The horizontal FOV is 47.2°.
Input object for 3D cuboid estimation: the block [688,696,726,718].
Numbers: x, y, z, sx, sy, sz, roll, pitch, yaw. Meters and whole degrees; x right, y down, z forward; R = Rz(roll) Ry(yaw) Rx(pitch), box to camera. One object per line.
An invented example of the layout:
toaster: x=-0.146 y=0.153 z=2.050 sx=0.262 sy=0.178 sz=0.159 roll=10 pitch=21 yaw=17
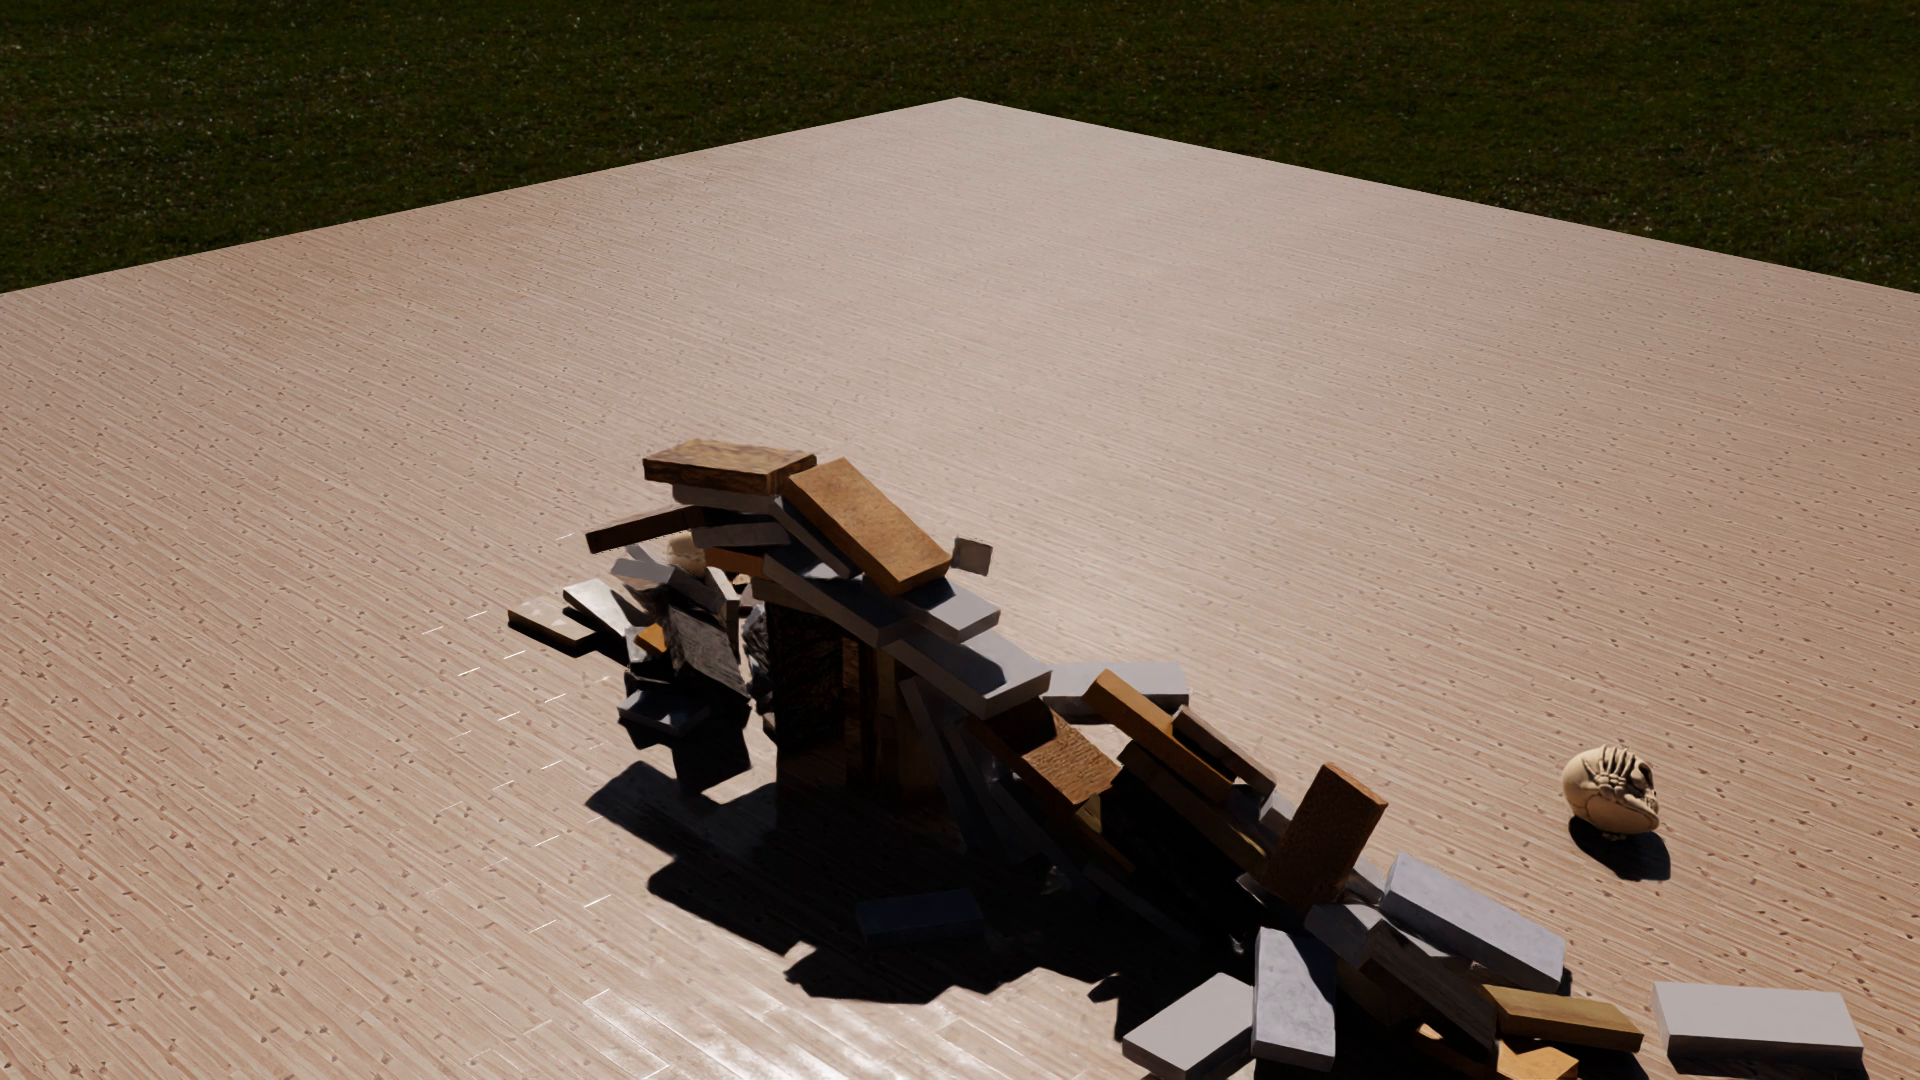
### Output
block: x=-0.571 y=0.364 z=4.847 sx=0.101 sy=0.014 sz=0.050 roll=20 pitch=30 yaw=38

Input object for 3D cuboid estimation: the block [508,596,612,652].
block: x=-0.956 y=0.199 z=5.253 sx=0.259 sy=0.031 sz=0.109 roll=20 pitch=30 yaw=38

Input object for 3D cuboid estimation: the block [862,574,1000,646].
block: x=-0.058 y=0.116 z=4.289 sx=0.250 sy=0.035 sz=0.125 roll=29 pitch=35 yaw=31

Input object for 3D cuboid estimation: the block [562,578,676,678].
block: x=-0.768 y=0.211 z=5.165 sx=0.096 sy=0.027 sz=0.482 roll=-18 pitch=34 yaw=-36

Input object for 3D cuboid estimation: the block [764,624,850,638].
block: x=-0.278 y=0.186 z=4.837 sx=0.310 sy=0.044 sz=0.155 roll=-29 pitch=56 yaw=17

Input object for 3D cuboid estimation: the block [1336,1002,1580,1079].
block: x=0.985 y=0.918 z=3.552 sx=1.038 sy=0.034 sz=0.121 roll=21 pitch=31 yaw=40

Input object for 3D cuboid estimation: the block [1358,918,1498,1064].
block: x=0.772 y=0.742 z=3.624 sx=0.246 sy=0.035 sz=0.123 roll=38 pitch=29 yaw=1

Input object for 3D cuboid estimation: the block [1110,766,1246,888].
block: x=0.411 y=0.519 z=4.045 sx=0.282 sy=0.040 sz=0.141 roll=42 pitch=14 yaw=14

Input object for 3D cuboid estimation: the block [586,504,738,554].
block: x=-0.629 y=-0.043 z=4.736 sx=0.328 sy=0.047 sz=0.164 roll=-13 pitch=7 yaw=32

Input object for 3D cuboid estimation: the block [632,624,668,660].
block: x=-0.678 y=0.226 z=4.922 sx=0.071 sy=0.020 sz=0.141 roll=34 pitch=12 yaw=3

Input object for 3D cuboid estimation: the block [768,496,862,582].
block: x=-0.262 y=-0.016 z=4.334 sx=0.220 sy=0.031 sz=0.110 roll=41 pitch=40 yaw=18

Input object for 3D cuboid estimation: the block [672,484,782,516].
block: x=-0.417 y=-0.106 z=4.564 sx=0.329 sy=0.047 sz=0.164 roll=7 pitch=21 yaw=32

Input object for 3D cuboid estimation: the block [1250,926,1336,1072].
block: x=0.563 y=0.771 z=3.705 sx=0.132 sy=0.037 sz=0.265 roll=12 pitch=35 yaw=1

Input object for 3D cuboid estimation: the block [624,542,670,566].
block: x=-0.754 y=0.067 z=5.480 sx=0.109 sy=0.031 sz=0.219 roll=36 pitch=1 yaw=-35

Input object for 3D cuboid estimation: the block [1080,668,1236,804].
block: x=0.373 y=0.360 z=4.080 sx=0.313 sy=0.044 sz=0.157 roll=37 pitch=12 yaw=6

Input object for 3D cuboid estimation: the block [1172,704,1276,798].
block: x=0.490 y=0.390 z=4.082 sx=0.220 sy=0.031 sz=0.110 roll=38 pitch=7 yaw=4

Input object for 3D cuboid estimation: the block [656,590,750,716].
block: x=-0.580 y=0.246 z=4.917 sx=0.155 sy=0.044 sz=0.525 roll=31 pitch=8 yaw=-20

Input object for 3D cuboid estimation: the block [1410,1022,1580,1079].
block: x=0.882 y=0.848 z=3.632 sx=0.121 sy=0.034 sz=0.241 roll=-21 pitch=31 yaw=-40

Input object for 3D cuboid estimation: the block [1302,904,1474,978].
block: x=0.748 y=0.698 z=3.823 sx=0.314 sy=0.044 sz=0.157 roll=12 pitch=19 yaw=-47

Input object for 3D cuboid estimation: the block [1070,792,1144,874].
block: x=0.280 y=0.536 z=4.024 sx=0.148 sy=0.021 sz=0.074 roll=41 pitch=42 yaw=7

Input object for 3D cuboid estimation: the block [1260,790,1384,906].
block: x=0.652 y=0.554 z=3.963 sx=0.250 sy=0.035 sz=0.125 roll=37 pitch=13 yaw=3

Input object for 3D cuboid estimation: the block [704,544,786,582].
block: x=-0.365 y=0.034 z=4.633 sx=0.348 sy=0.047 sz=0.166 roll=11 pitch=24 yaw=44

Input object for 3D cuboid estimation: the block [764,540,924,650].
block: x=-0.218 y=0.095 z=4.365 sx=0.331 sy=0.047 sz=0.166 roll=32 pitch=37 yaw=34

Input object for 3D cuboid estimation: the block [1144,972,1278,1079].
block: x=0.426 y=0.854 z=3.701 sx=0.132 sy=0.037 sz=0.363 roll=-5 pitch=24 yaw=-12

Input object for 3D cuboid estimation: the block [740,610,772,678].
block: x=-0.297 y=0.112 z=4.960 sx=0.449 sy=0.046 sz=0.162 roll=-45 pitch=41 yaw=6

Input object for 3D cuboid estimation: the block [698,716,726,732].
block: x=-0.562 y=0.391 z=4.822 sx=0.050 sy=0.014 sz=0.101 roll=-17 pitch=28 yaw=-35

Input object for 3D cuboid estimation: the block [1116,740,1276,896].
block: x=0.463 y=0.500 z=4.036 sx=0.376 sy=0.044 sz=0.157 roll=41 pitch=13 yaw=17

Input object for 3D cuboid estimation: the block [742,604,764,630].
block: x=-0.472 y=0.207 z=5.132 sx=0.020 sy=0.069 sz=0.139 roll=27 pitch=12 yaw=-25

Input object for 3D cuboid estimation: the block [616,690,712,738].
block: x=-0.648 y=0.372 z=4.811 sx=0.193 sy=0.027 sz=0.096 roll=14 pitch=39 yaw=37

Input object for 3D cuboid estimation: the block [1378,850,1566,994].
block: x=0.915 y=0.685 z=3.920 sx=0.331 sy=0.044 sz=0.157 roll=28 pitch=25 yaw=7

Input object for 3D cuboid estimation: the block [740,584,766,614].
block: x=-0.502 y=0.145 z=5.394 sx=0.069 sy=0.020 sz=0.139 roll=3 pitch=23 yaw=8

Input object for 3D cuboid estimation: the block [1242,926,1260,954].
block: x=0.652 y=0.750 z=3.884 sx=0.316 sy=0.016 sz=0.058 roll=15 pitch=27 yaw=31

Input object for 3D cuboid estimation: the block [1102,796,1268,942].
block: x=0.408 y=0.588 z=3.985 sx=0.330 sy=0.040 sz=0.141 roll=41 pitch=14 yaw=12

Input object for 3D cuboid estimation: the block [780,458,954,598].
block: x=-0.184 y=-0.027 z=4.326 sx=0.324 sy=0.046 sz=0.162 roll=43 pitch=38 yaw=21

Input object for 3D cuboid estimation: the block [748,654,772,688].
block: x=-0.440 y=0.298 z=5.034 sx=0.071 sy=0.020 sz=0.141 roll=-4 pitch=23 yaw=-10

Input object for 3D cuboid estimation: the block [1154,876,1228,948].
block: x=0.428 y=0.666 z=3.991 sx=0.149 sy=0.021 sz=0.074 roll=38 pitch=43 yaw=-2
